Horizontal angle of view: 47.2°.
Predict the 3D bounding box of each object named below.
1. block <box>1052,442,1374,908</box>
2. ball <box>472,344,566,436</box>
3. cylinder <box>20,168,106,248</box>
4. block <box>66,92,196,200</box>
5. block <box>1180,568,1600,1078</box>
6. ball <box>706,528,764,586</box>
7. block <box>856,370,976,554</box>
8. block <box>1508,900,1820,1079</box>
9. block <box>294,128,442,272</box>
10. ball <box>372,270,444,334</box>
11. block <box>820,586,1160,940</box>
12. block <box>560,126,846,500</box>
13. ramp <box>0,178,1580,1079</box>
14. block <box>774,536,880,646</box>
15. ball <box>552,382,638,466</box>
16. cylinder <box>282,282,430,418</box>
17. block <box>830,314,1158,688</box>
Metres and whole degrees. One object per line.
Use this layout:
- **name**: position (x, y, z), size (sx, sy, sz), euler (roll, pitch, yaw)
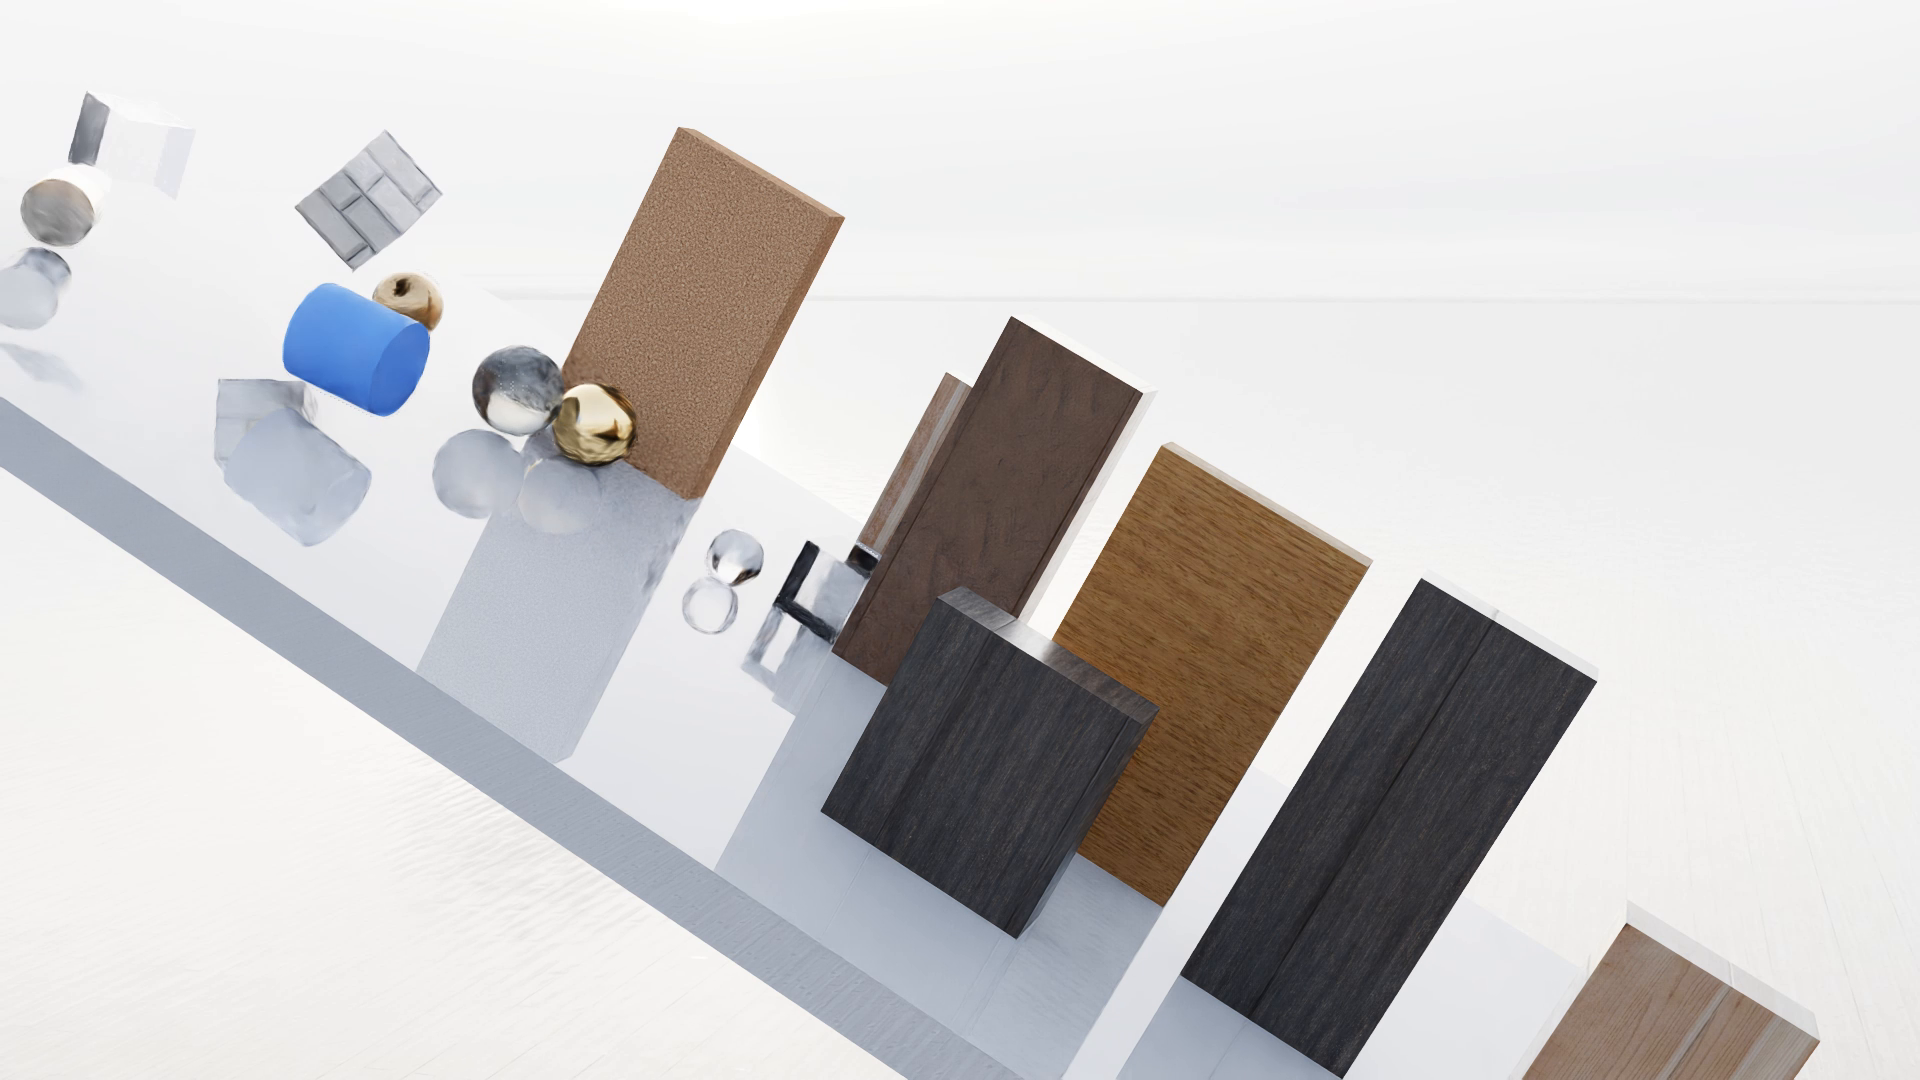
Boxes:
- **block**: position (0.366, 0.238, 3.882), size (0.408, 0.710, 0.092), euler (32, 15, 11)
- **ball**: position (-0.888, -0.301, 4.419), size (0.185, 0.185, 0.185), euler (0, 7, 0)
- **cylinder**: position (-1.670, -0.620, 4.096), size (0.127, 0.127, 0.127), euler (-1, 19, -12)
- **block**: position (-1.512, -0.718, 4.012), size (0.140, 0.140, 0.140), euler (33, 20, 29)
- **block**: position (0.691, 0.463, 3.578), size (0.312, 0.778, 0.118), euler (32, 15, 11)
- **ball**: position (-0.437, 0.034, 4.283), size (0.113, 0.113, 0.113), euler (0, 7, 0)
- **block**: position (-0.010, -0.126, 4.974), size (0.264, 0.441, 0.086), euler (32, 15, 11)
- **block**: position (0.858, 0.825, 2.968), size (0.278, 0.616, 0.113), euler (32, 15, 11)
- **block**: position (-1.202, -0.691, 4.476), size (0.172, 0.172, 0.172), euler (-26, 23, 35)
- **ball**: position (-1.170, -0.497, 4.659), size (0.150, 0.150, 0.150), euler (0, 7, 0)
- **block**: position (0.047, 0.350, 3.504), size (0.375, 0.407, 0.137), euler (32, 15, 11)
- **block**: position (-0.568, -0.476, 4.650), size (0.385, 0.678, 0.089), euler (32, 15, 11)
- **ramp**: position (-0.200, 0.331, 4.136), size (4.000, 0.100, 2.000), euler (32, 15, 11)
- **block**: position (-0.244, 0.097, 4.352), size (0.151, 0.151, 0.151), euler (33, 15, 18)
- **ball**: position (-0.749, -0.236, 4.510), size (0.173, 0.173, 0.173), euler (0, 7, 0)
- **cylinder**: position (-1.103, -0.348, 4.022), size (0.187, 0.187, 0.187), euler (25, 12, 11)
- **block**: position (0.062, -0.034, 4.184), size (0.288, 0.740, 0.133), euler (32, 15, 11)
